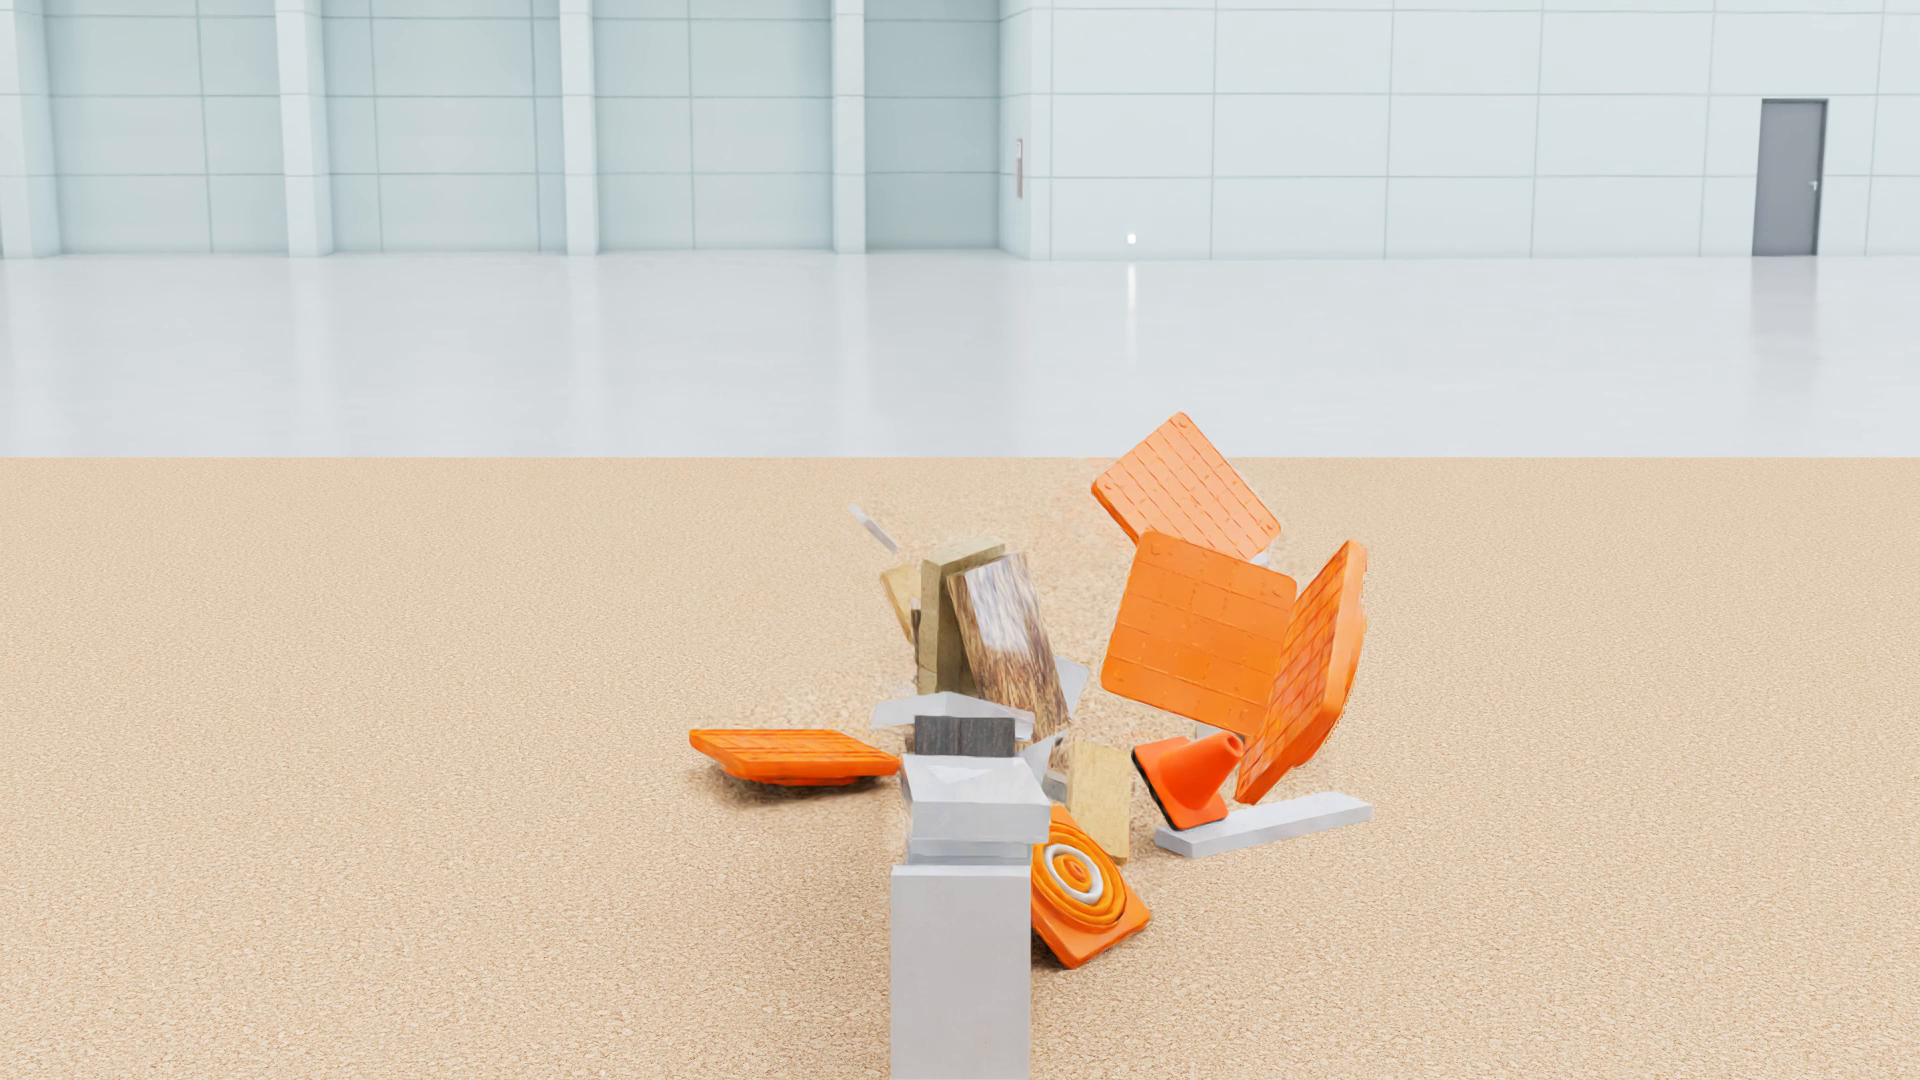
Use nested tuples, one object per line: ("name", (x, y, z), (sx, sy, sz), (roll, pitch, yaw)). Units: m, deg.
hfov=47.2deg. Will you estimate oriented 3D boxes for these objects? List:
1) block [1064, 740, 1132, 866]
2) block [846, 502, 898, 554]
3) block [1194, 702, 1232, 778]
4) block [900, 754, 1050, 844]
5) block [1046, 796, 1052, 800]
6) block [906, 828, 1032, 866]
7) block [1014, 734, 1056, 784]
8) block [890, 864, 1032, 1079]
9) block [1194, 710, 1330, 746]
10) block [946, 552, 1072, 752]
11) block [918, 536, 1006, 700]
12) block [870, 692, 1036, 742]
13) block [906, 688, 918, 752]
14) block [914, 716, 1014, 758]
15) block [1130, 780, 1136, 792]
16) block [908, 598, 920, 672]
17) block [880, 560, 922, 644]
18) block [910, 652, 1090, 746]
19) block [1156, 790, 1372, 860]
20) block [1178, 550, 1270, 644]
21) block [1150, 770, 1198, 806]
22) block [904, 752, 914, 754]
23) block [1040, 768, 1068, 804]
("block", (0.240, 0.456, 3.818), (0.106, 0.030, 0.211), (14, 53, -12))
("block", (-0.248, -0.034, 6.273), (0.091, 0.026, 0.182), (44, -1, 41))
("block", (0.498, 0.395, 4.338), (0.020, 0.138, 0.069), (-3, 10, -40))
("block", (0.015, 0.341, 2.925), (0.173, 0.049, 0.346), (2, 4, -4))
("block", (0.139, 0.482, 4.199), (0.129, 0.018, 0.064), (-6, 12, -30))
("block", (0.008, 0.533, 3.023), (0.173, 0.346, 0.049), (3, -10, -1))
("block", (0.060, 0.408, 3.536), (0.042, 0.149, 0.497), (-13, 38, 30))
("block", (0.002, 0.583, 2.754), (0.173, 0.346, 0.049), (0, 6, 2))
("block", (0.612, 0.382, 4.459), (0.244, 0.035, 0.122), (1, -25, -12))
("block", (0.080, 0.181, 3.536), (0.042, 0.297, 0.149), (-11, 6, 44))
("block", (0.001, 0.153, 3.620), (0.148, 0.297, 0.042), (-19, 31, -41))
("block", (-0.014, 0.280, 3.401), (0.146, 0.041, 0.292), (16, -13, -21))
("block", (-0.018, 0.307, 3.745), (0.138, 0.039, 0.276), (-3, 12, 2))
("block", (0.004, 0.481, 3.140), (0.146, 0.469, 0.041), (0, -24, 2))
("block", (0.269, 0.481, 4.205), (0.069, 0.020, 0.138), (8, 13, 37))
("block", (-0.024, 0.185, 3.729), (0.106, 0.211, 0.030), (-6, 38, -1))
("block", (-0.118, 0.150, 5.283), (0.091, 0.182, 0.026), (-27, 7, -39))
("block", (0.080, 0.267, 4.314), (0.317, 0.158, 0.045), (23, -25, 1))
("block", (0.554, 0.515, 3.991), (0.421, 0.030, 0.106), (-7, 12, -32))
("block", (0.595, 0.129, 4.935), (0.244, 0.122, 0.035), (-30, 54, -31))
("block", (0.410, 0.476, 4.209), (0.069, 0.020, 0.138), (10, 12, 12))
("block", (-0.006, 0.435, 3.341), (0.146, 0.041, 0.292), (-1, 37, -3))
("block", (0.171, 0.453, 4.078), (0.254, 0.035, 0.122), (19, 1, 27))
